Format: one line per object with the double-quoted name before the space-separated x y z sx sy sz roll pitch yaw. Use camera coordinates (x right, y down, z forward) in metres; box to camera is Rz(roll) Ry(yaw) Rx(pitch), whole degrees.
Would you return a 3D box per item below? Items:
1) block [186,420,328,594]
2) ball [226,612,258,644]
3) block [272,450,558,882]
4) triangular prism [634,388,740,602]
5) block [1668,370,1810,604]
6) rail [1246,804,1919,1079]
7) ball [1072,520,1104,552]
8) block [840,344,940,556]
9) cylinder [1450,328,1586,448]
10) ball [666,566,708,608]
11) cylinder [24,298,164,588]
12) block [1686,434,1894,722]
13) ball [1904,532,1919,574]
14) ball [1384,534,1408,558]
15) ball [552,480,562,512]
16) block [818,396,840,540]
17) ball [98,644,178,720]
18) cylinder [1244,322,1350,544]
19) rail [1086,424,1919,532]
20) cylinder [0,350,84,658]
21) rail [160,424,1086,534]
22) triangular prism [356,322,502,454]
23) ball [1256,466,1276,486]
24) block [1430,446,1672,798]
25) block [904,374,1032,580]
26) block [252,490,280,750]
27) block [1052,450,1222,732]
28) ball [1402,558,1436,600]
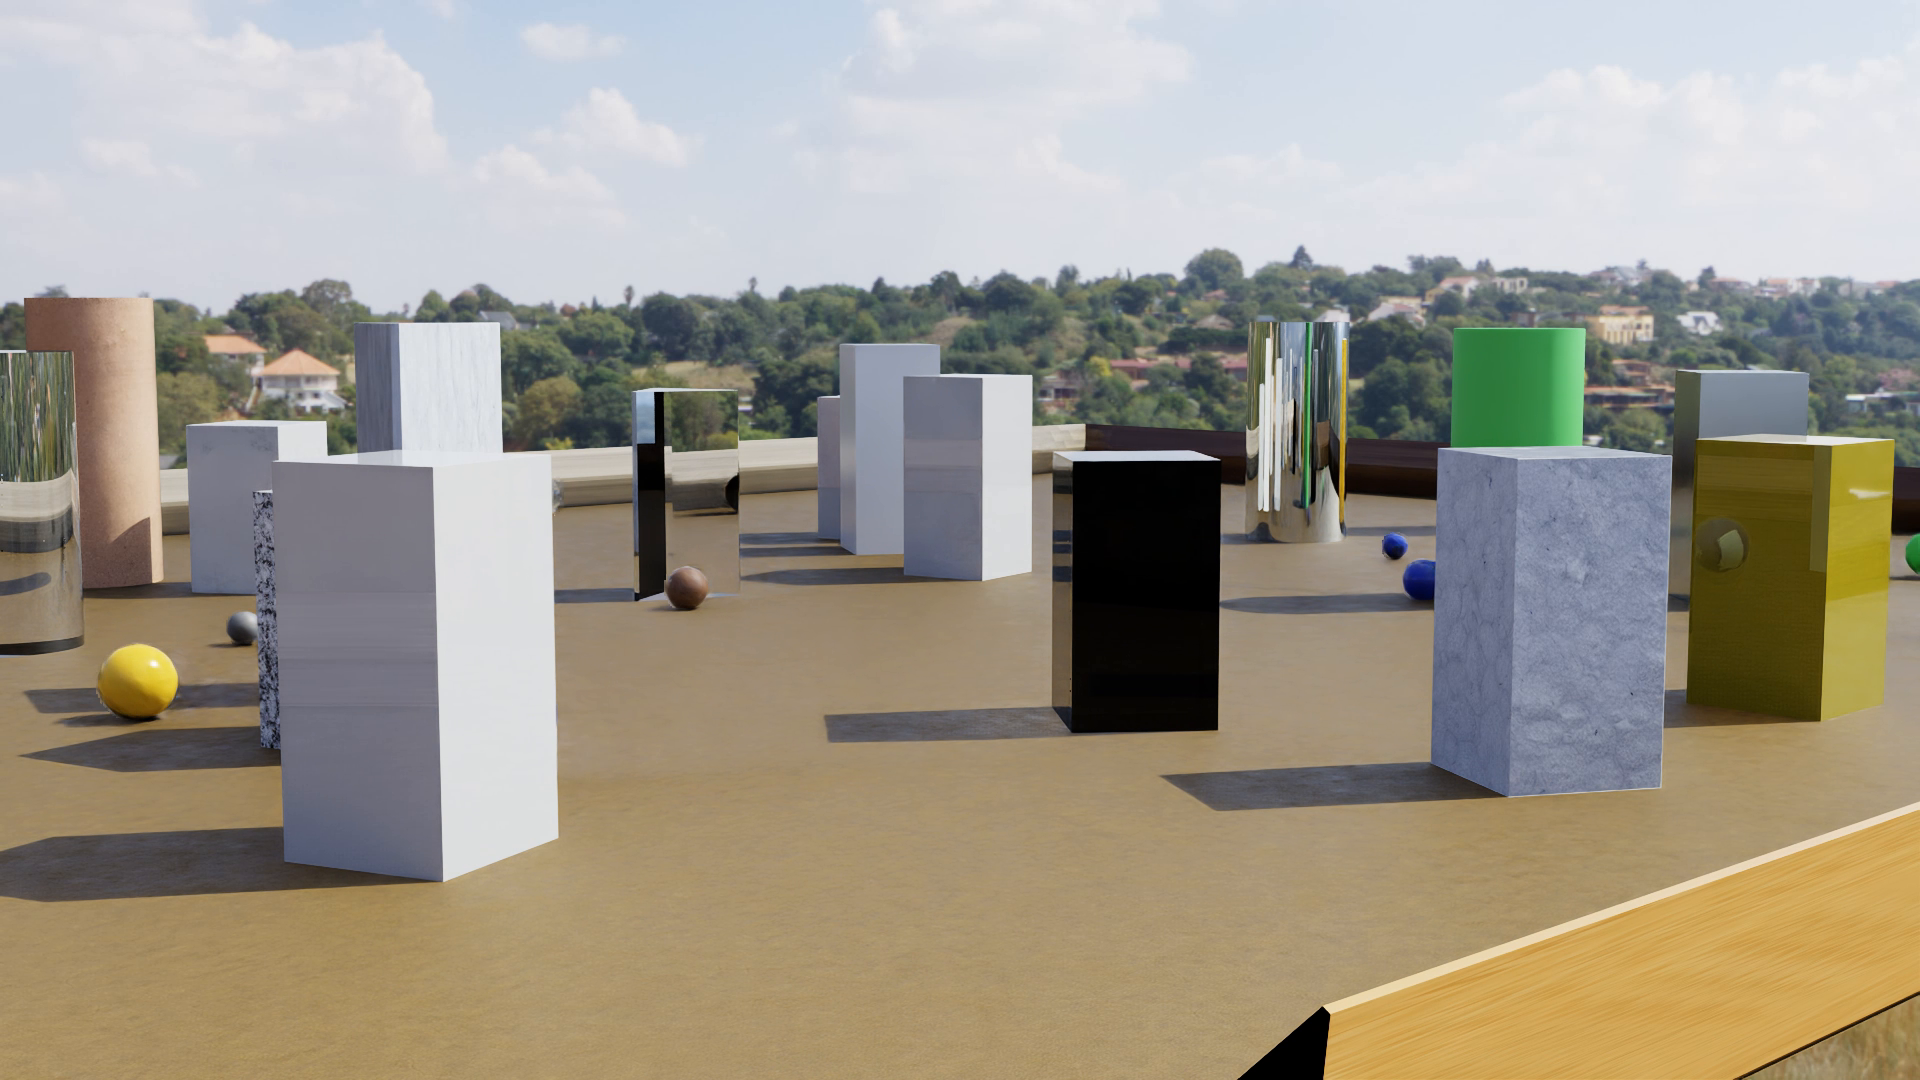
"block" -1.122 -0.055 3.524 0.157 0.265 0.157 1 6 11
"ball" -0.956 0.117 2.937 0.045 0.045 0.045 0 6 0
"block" -0.443 0.095 1.804 0.157 0.325 0.157 3 7 24
"triangular prism" -0.453 -0.076 3.462 0.170 0.321 0.147 -3 7 -26
"block" 1.188 -0.082 3.363 0.157 0.351 0.157 0 6 5
"rail" 1.227 0.171 2.010 4.332 0.128 0.045 -5 8 -42
"ball" 0.236 -0.009 4.066 0.060 0.060 0.060 0 6 0
"block" -0.131 -0.172 4.083 0.157 0.381 0.157 -1 6 -14
"cylinder" 0.855 -0.116 3.382 0.196 0.416 0.196 0 6 0
"ball" -0.408 0.071 3.287 0.063 0.063 0.063 0 6 0
"cylinder" -1.417 -0.163 3.603 0.196 0.464 0.196 0 6 0
"block" 0.937 0.036 2.482 0.157 0.300 0.157 -6 8 -44
"ball" 1.621 0.023 3.671 0.080 0.080 0.080 0 6 0
"ball" 0.784 0.012 3.955 0.043 0.043 0.043 0 6 0
"ball" -0.905 -0.094 4.735 0.090 0.090 0.090 0 6 0
"block" -0.171 -0.144 4.324 0.157 0.276 0.157 3 7 29
"ball" -0.896 0.155 2.398 0.082 0.082 0.082 0 6 0
"cylinder" 0.657 -0.214 4.290 0.196 0.421 0.196 0 6 0
"rail" 1.574 -0.118 4.777 0.045 0.128 3.665 -5 8 -42
"cylinder" -1.266 -0.052 2.898 0.196 0.390 0.196 0 6 0
"rail" -1.227 -0.105 4.654 4.332 0.128 0.045 -5 8 -42
"triangular prism" -0.654 -0.041 2.600 0.147 0.429 0.170 4 7 31
"ball" 0.778 -0.164 5.593 0.052 0.052 0.052 0 6 0
"block" 0.560 0.071 2.096 0.157 0.311 0.157 -2 6 -14
"block" 0.014 -0.110 3.717 0.157 0.335 0.157 4 7 33
"block" -0.608 0.078 2.266 0.157 0.262 0.157 3 7 30
"block" 0.189 0.052 2.393 0.157 0.288 0.157 -1 6 -5
"ball" 0.713 0.061 3.380 0.065 0.065 0.065 0 6 0
